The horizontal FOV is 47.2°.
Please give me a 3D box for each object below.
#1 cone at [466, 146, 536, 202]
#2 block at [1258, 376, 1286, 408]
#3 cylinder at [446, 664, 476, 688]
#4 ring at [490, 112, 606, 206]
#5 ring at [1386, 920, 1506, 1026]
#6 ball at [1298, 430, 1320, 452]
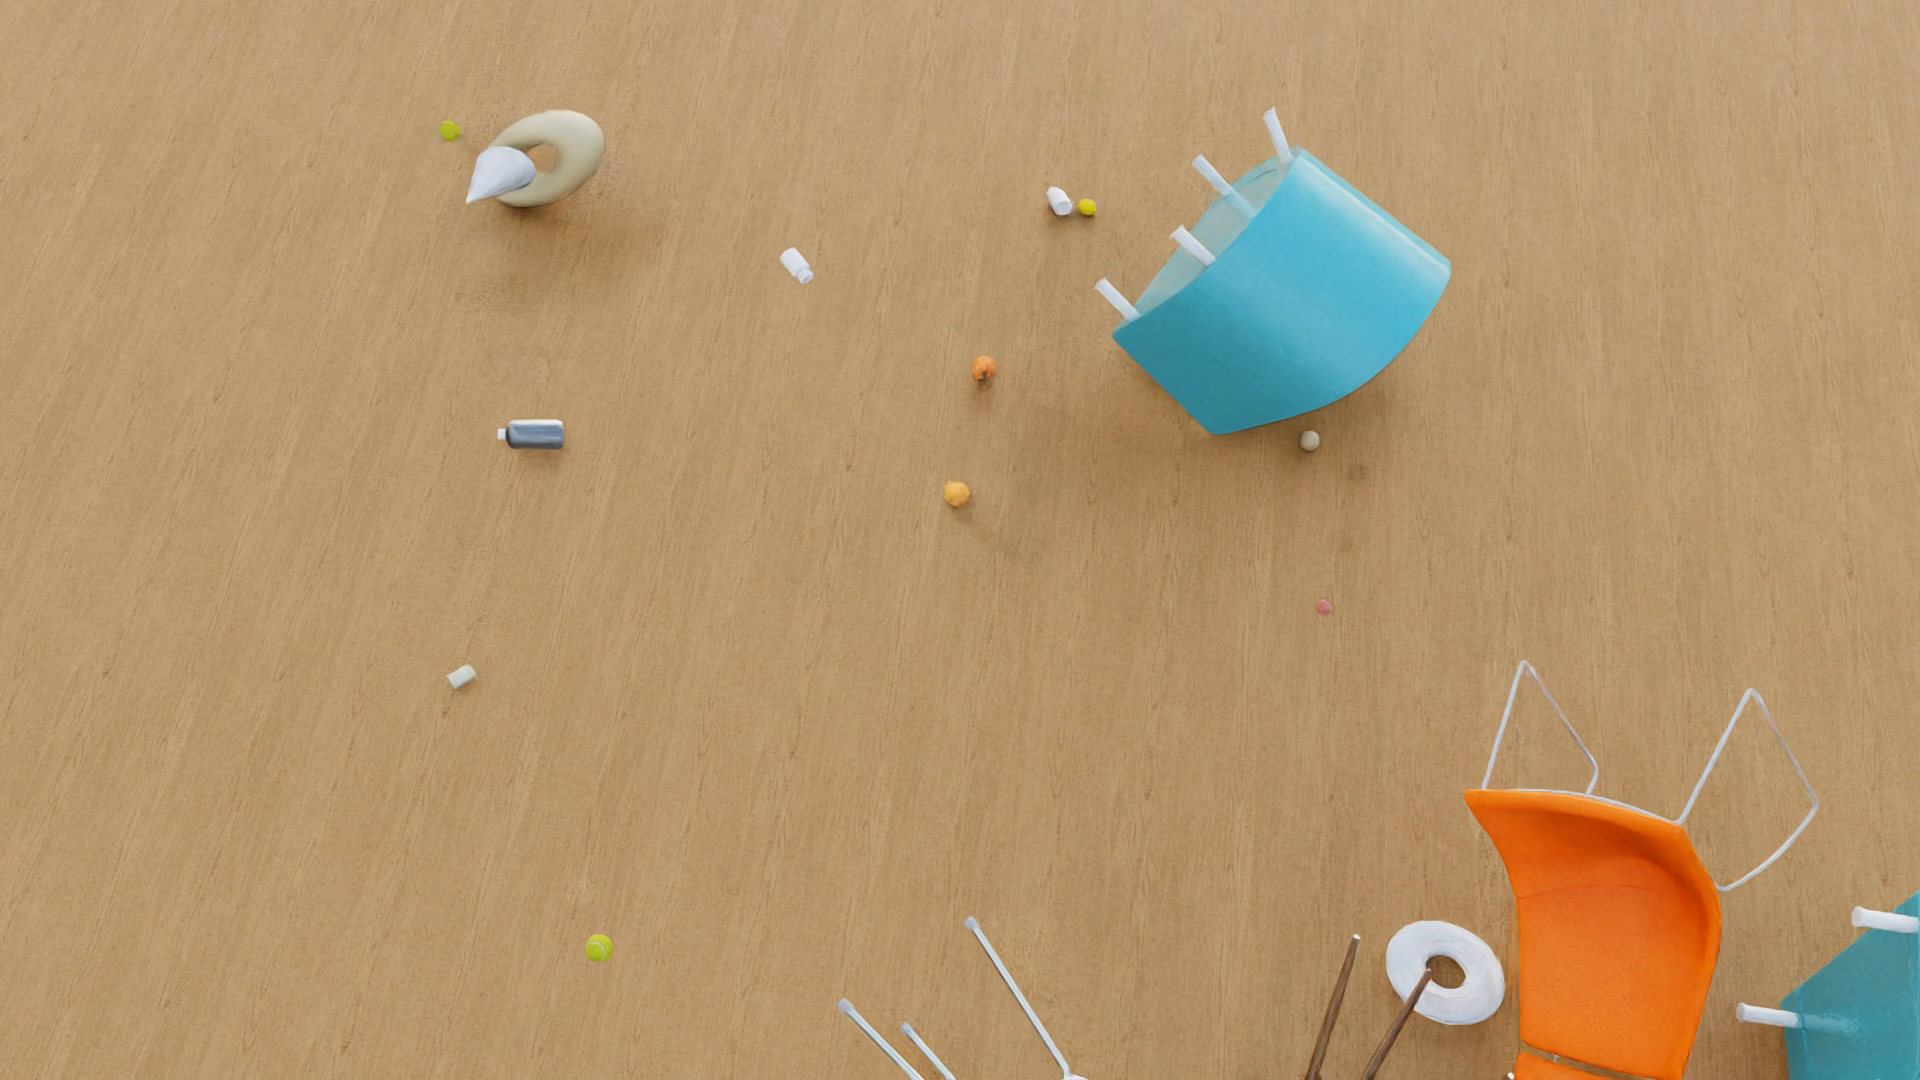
[{"bbox_3d":[-1.515,-1.132,7.024,0.238,0.158,0.234,-1,35,30],"label":"cone"},{"bbox_3d":[0.967,-0.458,6.819,0.066,0.102,0.038,16,59,10],"label":"block"},{"bbox_3d":[-1.425,0.389,6.287,0.071,0.037,0.059,-30,32,-18],"label":"cylinder"},{"bbox_3d":[-1.367,-1.247,7.196,0.497,0.284,0.158,-16,21,30],"label":"ring"},{"bbox_3d":[1.272,1.132,5.761,0.322,0.045,0.315,22,47,10],"label":"ring"},{"bbox_3d":[1.070,-0.304,6.739,0.064,0.064,0.064,0,56,0],"label":"ball"}]
